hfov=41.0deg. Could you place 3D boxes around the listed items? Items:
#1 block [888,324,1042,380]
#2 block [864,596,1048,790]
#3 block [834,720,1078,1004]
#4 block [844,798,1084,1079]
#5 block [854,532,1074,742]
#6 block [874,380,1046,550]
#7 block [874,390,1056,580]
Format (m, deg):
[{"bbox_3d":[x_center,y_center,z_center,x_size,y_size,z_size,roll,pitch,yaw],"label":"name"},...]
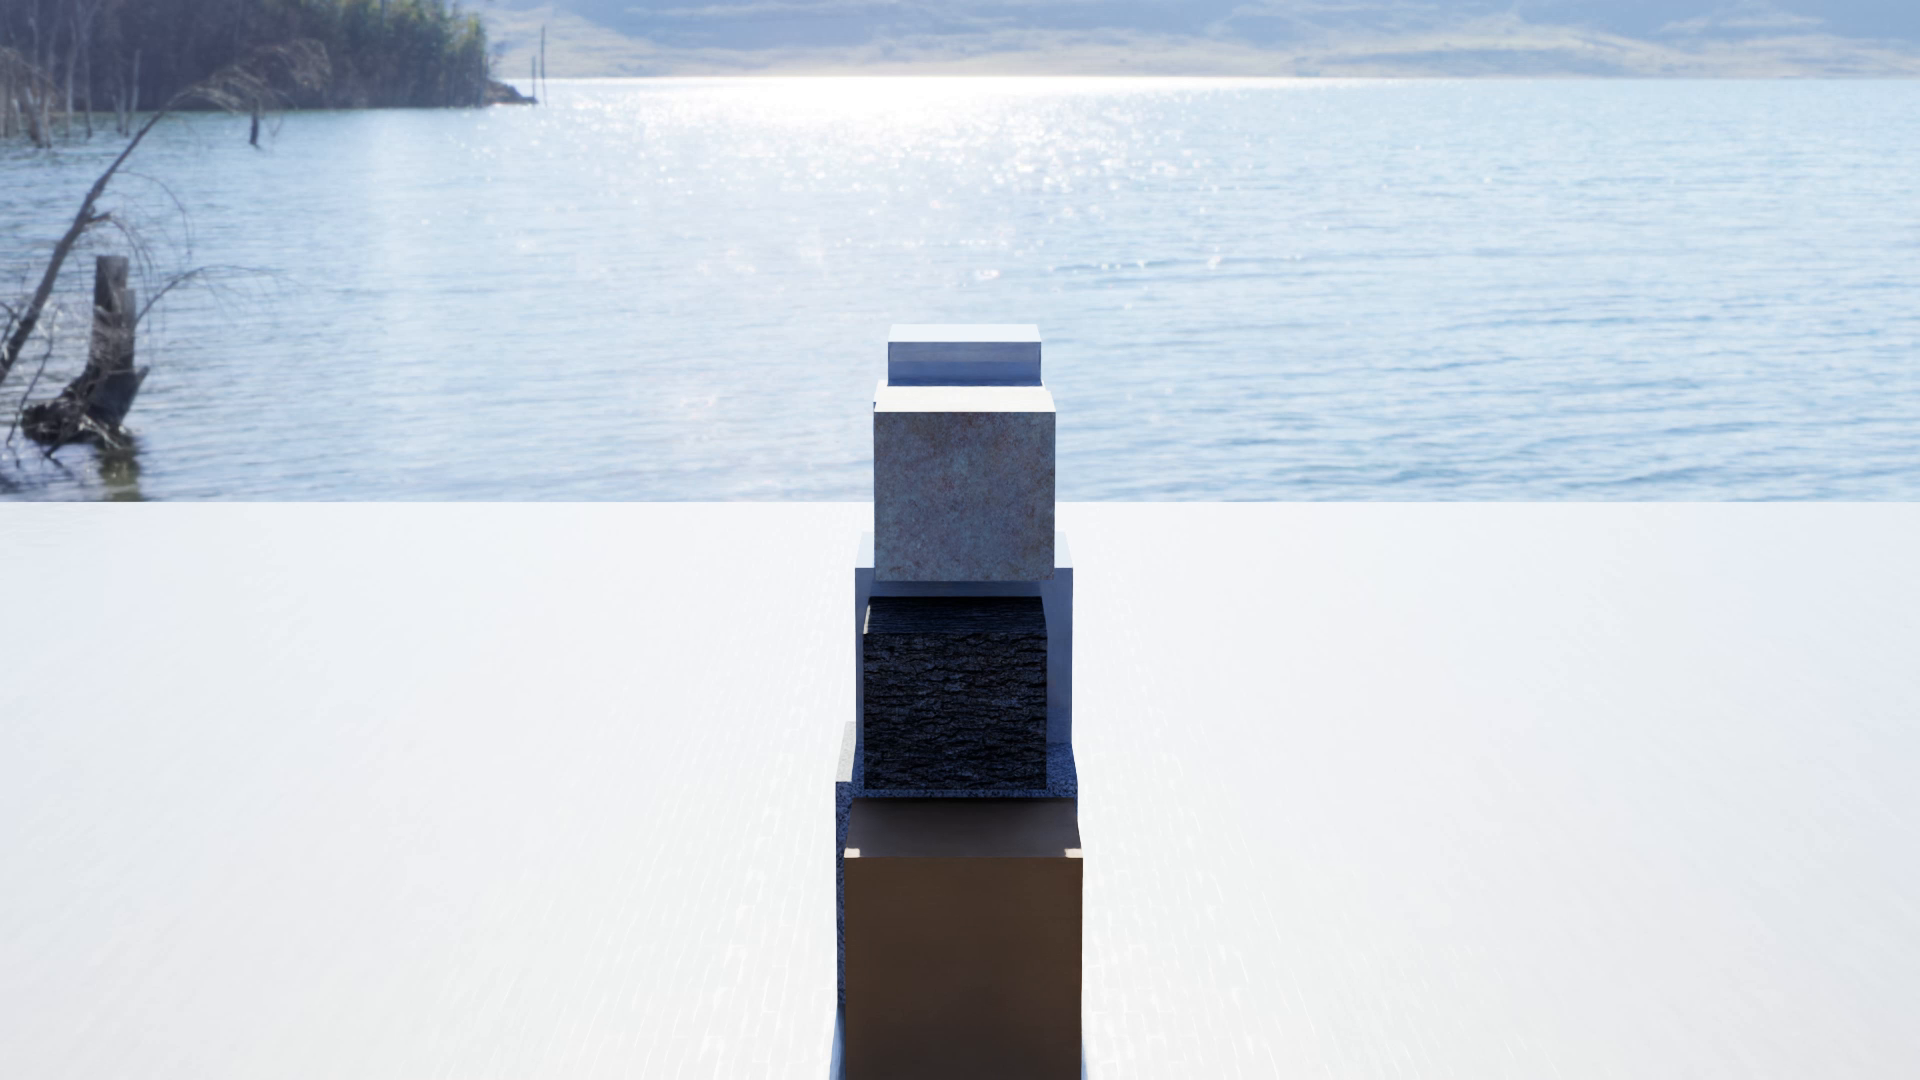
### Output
[{"bbox_3d":[0.019,-0.553,11.489,0.664,0.752,0.719,0,11,0],"label":"block"},{"bbox_3d":[-0.018,0.576,9.823,0.678,0.594,0.675,0,10,0],"label":"block"},{"bbox_3d":[-0.013,1.259,10.185,0.916,0.879,0.915,0,10,0],"label":"block"},{"bbox_3d":[0.013,1.439,9.360,0.832,0.820,0.753,0,10,0],"label":"block"},{"bbox_3d":[0.016,0.385,10.551,0.861,0.709,0.804,0,10,0],"label":"block"},{"bbox_3d":[0.004,-0.327,10.783,0.710,0.609,0.748,0,10,0],"label":"block"},{"bbox_3d":[0.020,-0.223,10.083,0.686,0.654,0.650,0,10,0],"label":"block"}]
